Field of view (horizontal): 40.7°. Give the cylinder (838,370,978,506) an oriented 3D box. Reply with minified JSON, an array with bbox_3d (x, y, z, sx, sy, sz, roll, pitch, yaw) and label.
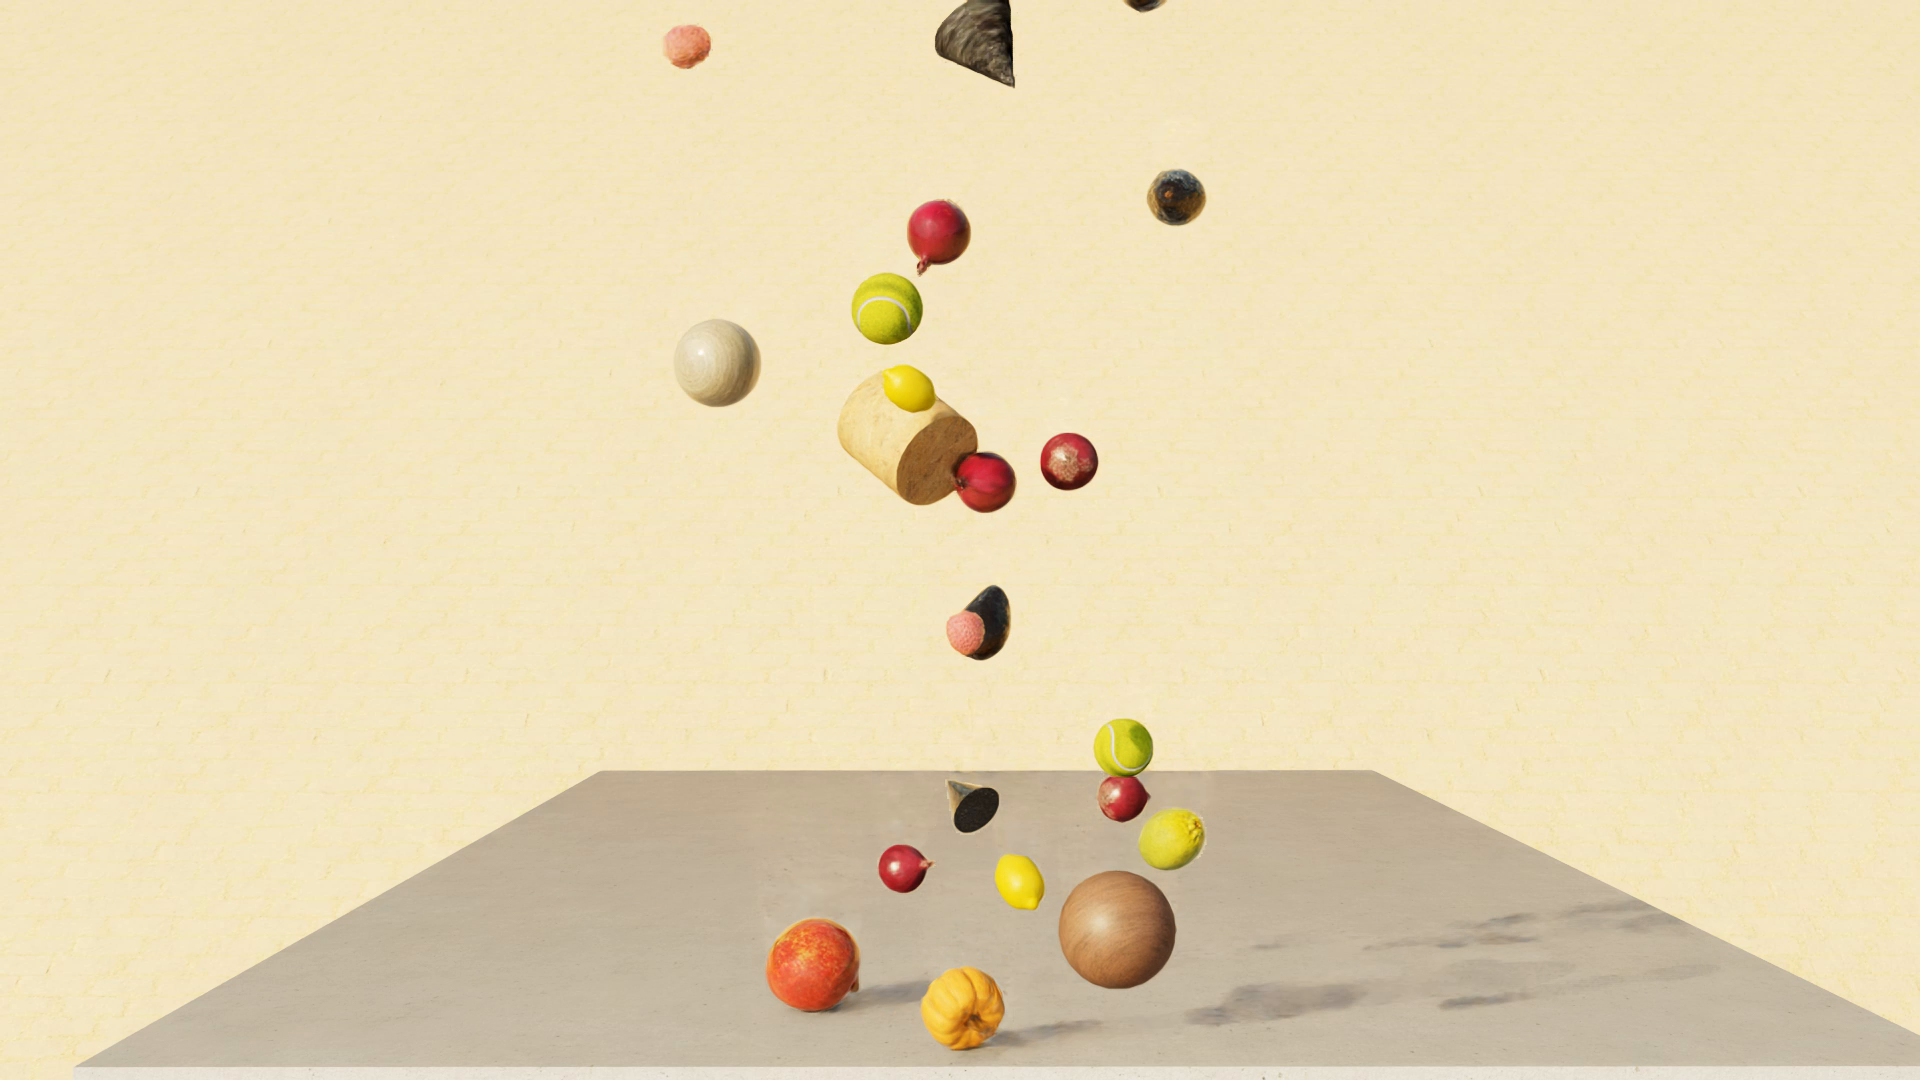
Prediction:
[{"bbox_3d":[-0.051,-0.100,2.518,0.098,0.098,0.098,-22,43,-31],"label":"cylinder"}]

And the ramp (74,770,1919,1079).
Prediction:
[{"bbox_3d":[0.071,0.624,4.711,2.000,0.100,4.000,0,-1,0],"label":"ramp"}]

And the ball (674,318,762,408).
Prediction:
[{"bbox_3d":[-0.235,-0.172,2.514,0.086,0.086,0.086,0,32,0],"label":"ball"}]

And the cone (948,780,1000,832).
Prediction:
[{"bbox_3d":[0.002,0.304,3.096,0.065,0.065,0.065,-19,40,-28],"label":"cone"}]
